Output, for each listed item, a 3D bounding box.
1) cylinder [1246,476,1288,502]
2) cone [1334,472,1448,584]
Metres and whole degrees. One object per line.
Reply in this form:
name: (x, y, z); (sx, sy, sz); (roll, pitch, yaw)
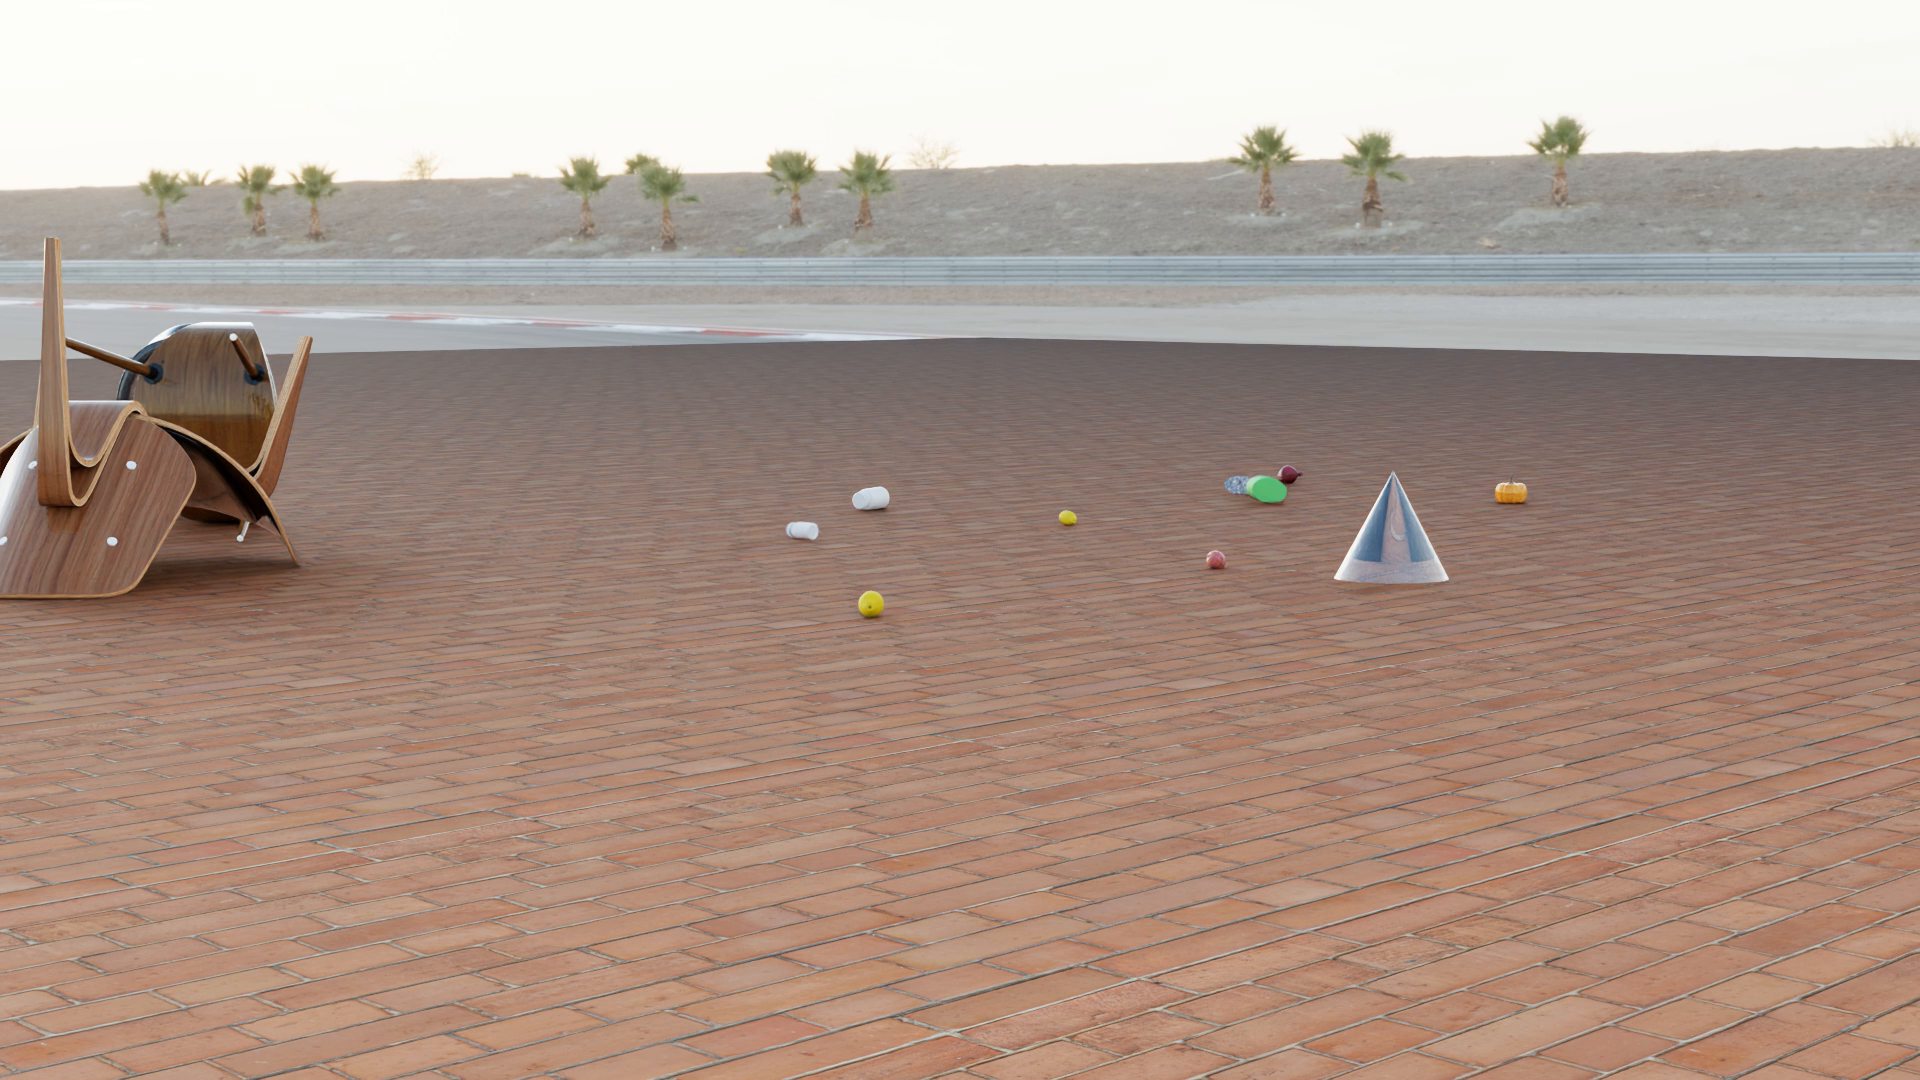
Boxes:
cylinder: (0.895, -0.148, 7.496); (0.105, 0.072, 0.087); (8, 5, -5)
cone: (0.943, -0.034, 5.596); (0.250, 0.235, 0.206); (0, 6, -3)
